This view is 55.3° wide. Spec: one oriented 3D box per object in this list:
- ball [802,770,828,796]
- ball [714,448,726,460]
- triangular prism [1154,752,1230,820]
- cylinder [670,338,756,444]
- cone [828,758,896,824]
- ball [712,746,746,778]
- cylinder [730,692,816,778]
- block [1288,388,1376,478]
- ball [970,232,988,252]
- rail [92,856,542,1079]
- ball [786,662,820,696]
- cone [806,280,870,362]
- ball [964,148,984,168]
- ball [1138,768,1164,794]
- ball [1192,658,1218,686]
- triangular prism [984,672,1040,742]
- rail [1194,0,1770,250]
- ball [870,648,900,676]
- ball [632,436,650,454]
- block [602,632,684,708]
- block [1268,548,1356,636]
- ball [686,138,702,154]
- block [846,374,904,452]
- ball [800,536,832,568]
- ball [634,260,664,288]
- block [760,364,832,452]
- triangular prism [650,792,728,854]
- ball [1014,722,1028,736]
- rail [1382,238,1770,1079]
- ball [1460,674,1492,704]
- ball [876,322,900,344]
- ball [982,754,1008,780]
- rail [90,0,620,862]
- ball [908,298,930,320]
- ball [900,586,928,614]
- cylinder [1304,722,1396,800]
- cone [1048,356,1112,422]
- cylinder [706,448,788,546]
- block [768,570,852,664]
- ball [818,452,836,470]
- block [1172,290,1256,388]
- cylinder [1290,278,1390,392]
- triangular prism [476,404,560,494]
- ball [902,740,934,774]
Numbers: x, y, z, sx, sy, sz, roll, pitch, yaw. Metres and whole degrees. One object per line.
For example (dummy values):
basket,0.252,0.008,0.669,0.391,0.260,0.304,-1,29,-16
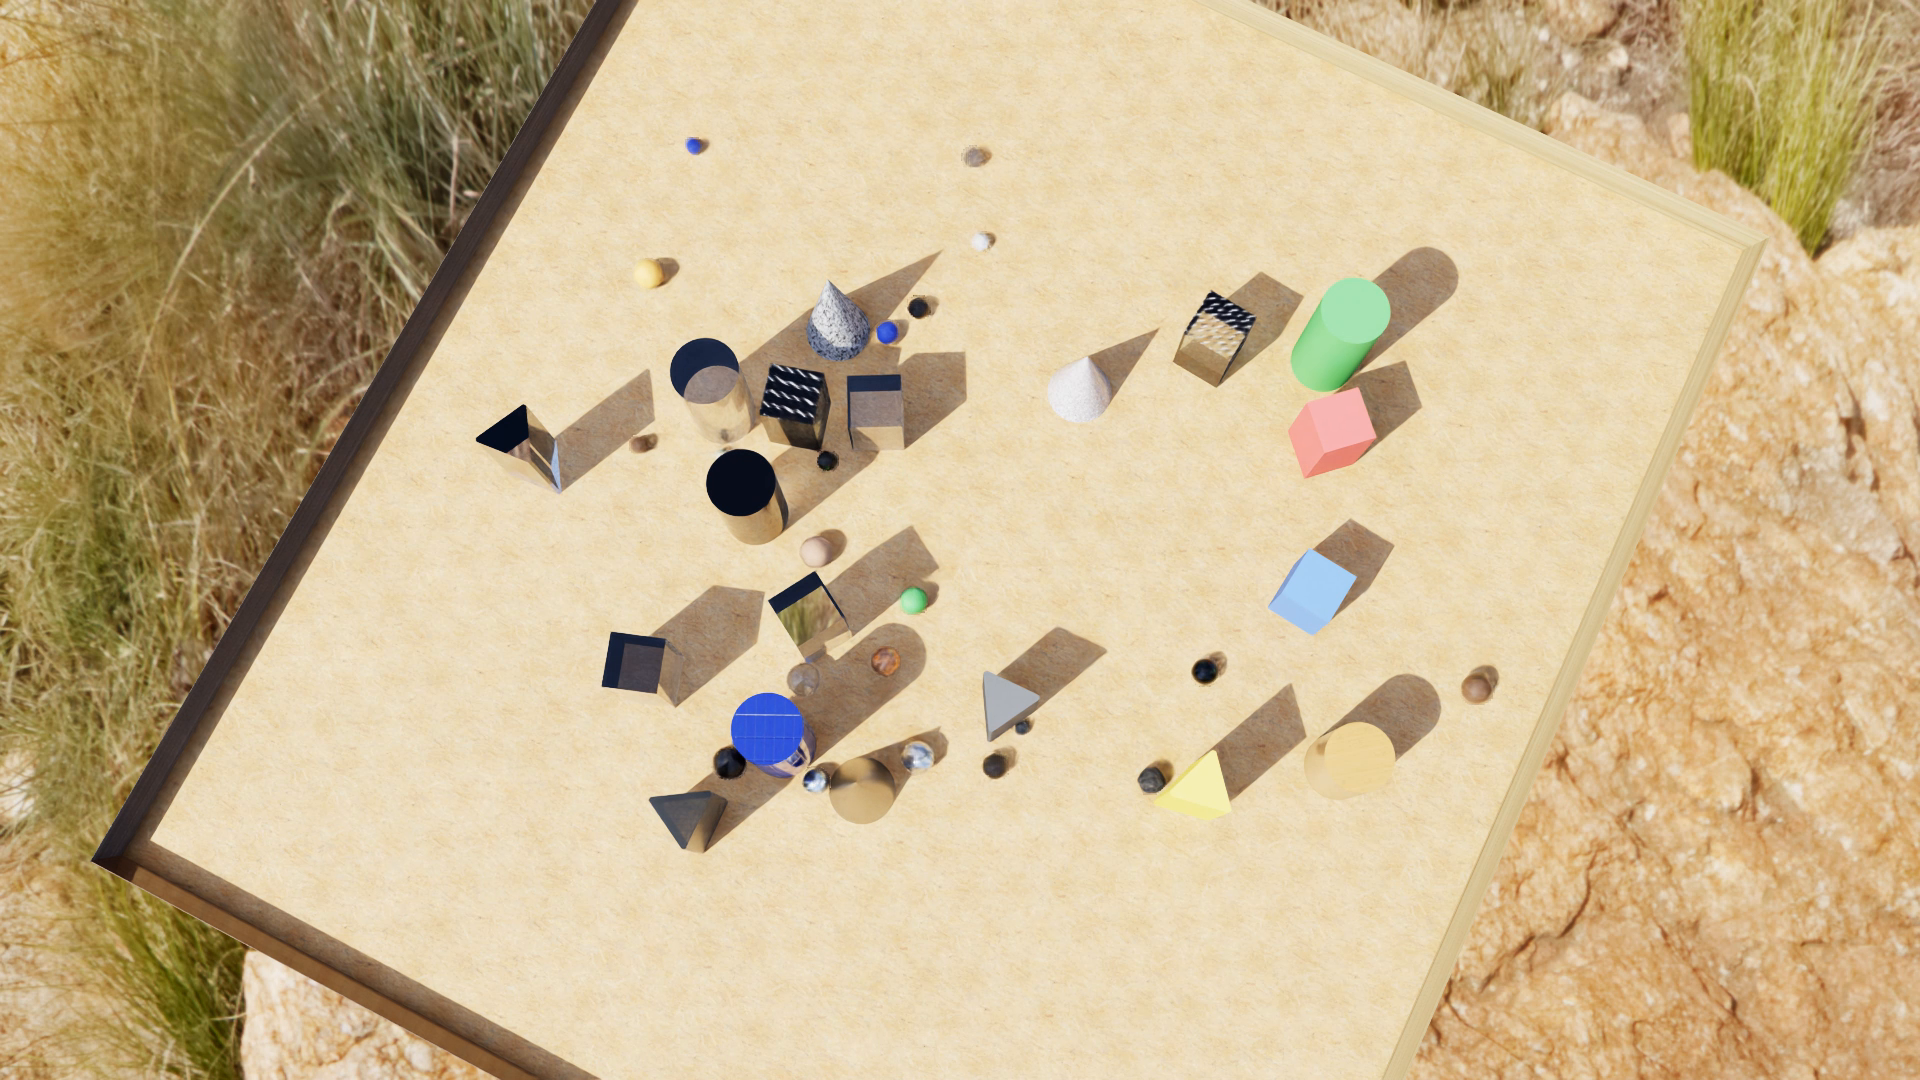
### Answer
ball,-0.428,0.719,5.427,0.080,0.080,0.080,0,78,0
ball,-0.737,-0.260,5.649,0.043,0.043,0.043,0,78,0
triangular prism,0.681,0.695,5.257,0.173,0.423,0.150,16,79,3
cylinder,-0.733,-0.440,5.478,0.200,0.450,0.200,0,78,0
cone,-0.291,0.712,5.296,0.200,0.340,0.200,0,78,0
ball,-0.683,0.658,5.430,0.099,0.099,0.099,0,78,0
cylinder,-0.529,0.565,5.259,0.200,0.472,0.200,0,78,0
block,1.116,-0.319,5.518,0.160,0.322,0.160,-17,79,-3
ball,0.063,-0.940,5.782,0.057,0.057,0.057,0,78,0
rail,-0.874,1.718,5.194,3.643,0.130,0.045,26,80,5
ball,-0.468,0.417,5.479,0.100,0.100,0.100,0,78,0
cone,-0.382,-0.705,5.519,0.200,0.477,0.200,0,78,0
ball,0.044,-1.216,5.836,0.063,0.063,0.063,0,78,0
ball,0.567,0.713,5.429,0.079,0.079,0.079,0,78,0
ball,0.735,0.394,5.494,0.081,0.081,0.081,0,78,0
triangular prism,0.114,0.466,5.360,0.173,0.314,0.150,-34,80,-7
rail,0.874,-1.704,5.902,3.643,0.130,0.045,26,80,5
ball,-0.225,0.367,5.497,0.086,0.086,0.086,0,78,0
ball,-0.986,-0.292,5.649,0.055,0.055,0.055,0,78,0
block,-0.924,0.383,5.360,0.160,0.347,0.160,7,78,2
block,1.044,0.157,5.453,0.160,0.257,0.160,32,80,6
ball,-0.849,-1.255,5.851,0.050,0.050,0.050,0,78,0
block,-0.254,-0.383,5.554,0.160,0.278,0.160,-1,78,0
ball,-0.438,0.037,5.559,0.098,0.098,0.098,0,78,0
ball,-0.974,-0.832,5.743,0.089,0.089,0.089,0,78,0
block,-0.495,-0.397,5.538,0.160,0.314,0.160,11,79,2
triangular prism,-0.753,0.781,5.266,0.150,0.370,0.173,-35,80,-7
ball,0.185,0.565,5.478,0.043,0.043,0.043,0,78,0
rail,1.608,0.794,5.385,0.045,0.130,3.955,26,80,5
ball,1.544,0.444,5.478,0.092,0.092,0.092,0,78,0
ball,-0.225,-0.645,5.714,0.071,0.071,0.071,0,78,0
ball,0.104,0.672,5.438,0.077,0.077,0.077,0,78,0
rail,-1.608,-0.780,5.711,0.045,0.130,3.955,26,80,5
ball,-0.129,-0.725,5.732,0.067,0.067,0.067,0,78,0
ball,-0.139,0.182,5.538,0.080,0.080,0.080,0,78,0
cylinder,1.127,0.645,5.321,0.200,0.317,0.200,0,78,0
cone,0.372,-0.499,5.531,0.200,0.371,0.200,0,78,0
cylinder,-0.626,-0.123,5.434,0.200,0.408,0.200,0,78,0
block,-0.436,0.233,5.376,0.160,0.378,0.160,-32,80,-6
ball,-0.408,-0.244,5.637,0.060,0.060,0.060,0,78,0
block,0.775,-0.611,5.595,0.160,0.289,0.160,32,80,6
cylinder,1.134,-0.609,5.493,0.200,0.490,0.200,0,78,0
triangular prism,-1.283,-0.283,5.468,0.173,0.405,0.150,22,79,4
ball,-0.125,0.645,5.434,0.097,0.097,0.097,0,78,0
